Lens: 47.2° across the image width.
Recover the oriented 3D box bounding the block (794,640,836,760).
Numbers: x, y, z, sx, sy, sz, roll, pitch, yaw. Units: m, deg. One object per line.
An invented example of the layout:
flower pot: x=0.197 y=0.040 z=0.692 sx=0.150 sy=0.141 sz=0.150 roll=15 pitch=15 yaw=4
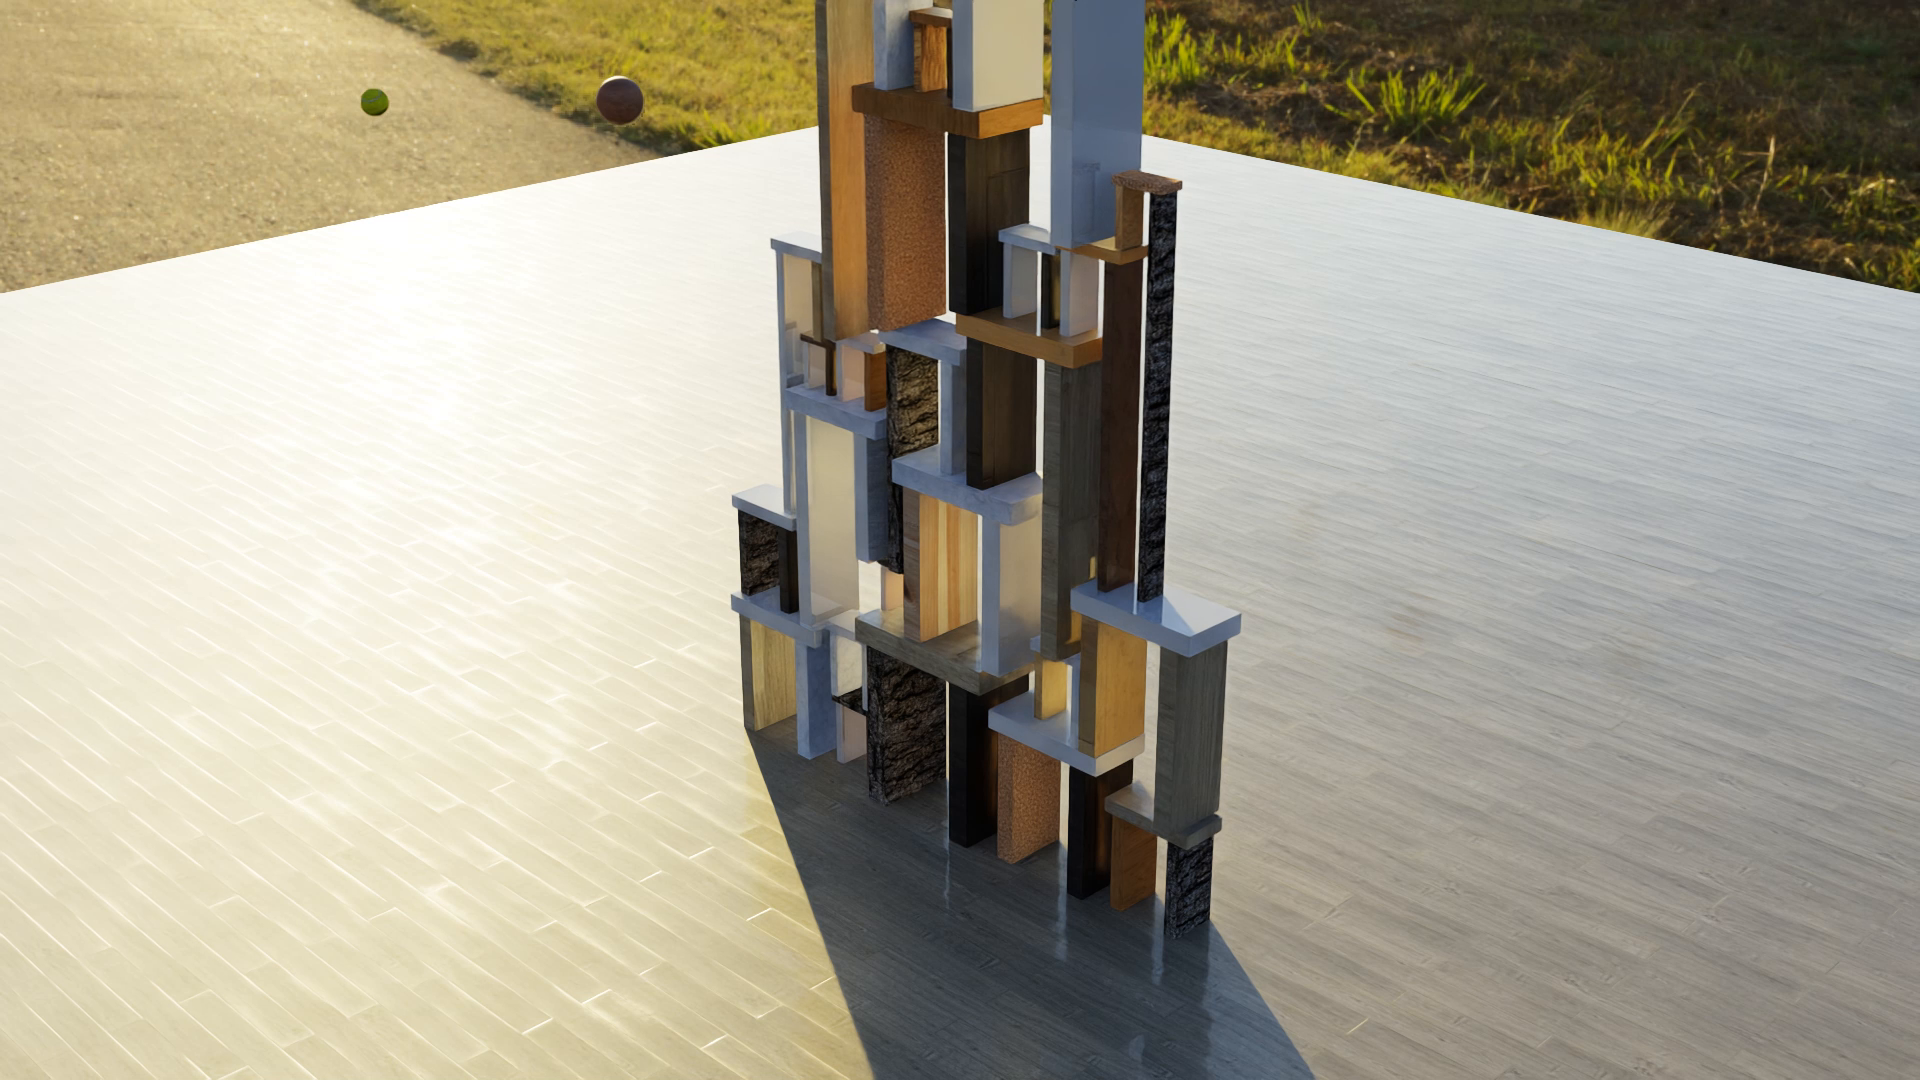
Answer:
block: x=-0.284 y=0.318 z=4.666 sx=0.135 sy=0.270 sz=0.038 roll=-21 pitch=31 yaw=-41

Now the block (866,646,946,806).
block: x=-0.107 y=0.352 z=4.485 sx=0.049 sy=0.348 sz=0.174 roll=21 pitch=31 yaw=41

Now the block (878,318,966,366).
block: x=-0.039 y=-0.375 z=4.104 sx=0.218 sy=0.031 sz=0.109 roll=21 pitch=31 yaw=41

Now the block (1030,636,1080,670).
block: x=0.205 y=0.204 z=4.092 sx=0.070 sy=0.020 sz=0.140 roll=-21 pitch=31 yaw=-40

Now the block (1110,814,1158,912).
block: x=0.327 y=0.588 z=4.122 sx=0.028 sy=0.198 sz=0.099 roll=21 pitch=31 yaw=41

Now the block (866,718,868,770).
block: x=-0.163 y=0.422 z=4.587 sx=0.020 sy=0.139 sz=0.070 roll=21 pitch=31 yaw=41

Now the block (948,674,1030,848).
block: x=0.057 y=0.416 z=4.334 sx=0.049 sy=0.348 sz=0.174 roll=21 pitch=31 yaw=41

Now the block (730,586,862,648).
block: x=-0.348 y=0.151 z=4.665 sx=0.270 sy=0.038 sz=0.135 roll=21 pitch=31 yaw=41

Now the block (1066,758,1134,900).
block: x=0.265 y=0.530 z=4.159 sx=0.039 sy=0.275 sz=0.138 roll=21 pitch=31 yaw=41

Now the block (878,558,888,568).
block: x=-0.113 y=0.046 z=4.364 sx=0.098 sy=0.014 sz=0.049 roll=21 pitch=31 yaw=40

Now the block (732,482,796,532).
block: x=-0.379 y=-0.070 z=4.605 sx=0.194 sy=0.027 sz=0.097 roll=21 pitch=31 yaw=40

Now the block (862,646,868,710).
block: x=-0.168 y=0.274 z=4.521 sx=0.021 sy=0.146 sz=0.073 roll=21 pitch=31 yaw=41

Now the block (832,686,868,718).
block: x=-0.196 y=0.336 z=4.586 sx=0.070 sy=0.020 sz=0.140 roll=-21 pitch=31 yaw=-41

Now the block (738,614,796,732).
block: x=-0.411 y=0.268 z=4.784 sx=0.038 sy=0.270 sz=0.135 roll=21 pitch=31 yaw=41

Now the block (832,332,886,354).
block: x=-0.187 y=-0.387 z=4.258 sx=0.120 sy=0.017 sz=0.060 roll=21 pitch=31 yaw=40

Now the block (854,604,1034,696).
block: x=-0.025 y=0.201 z=4.332 sx=0.348 sy=0.049 sz=0.174 roll=21 pitch=31 yaw=41

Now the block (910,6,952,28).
block: x=-0.025 y=-0.916 z=3.859 sx=0.122 sy=0.017 sz=0.061 roll=21 pitch=31 yaw=40

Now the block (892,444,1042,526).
block: x=0.038 y=-0.110 z=4.135 sx=0.316 sy=0.045 sz=0.158 roll=21 pitch=31 yaw=41

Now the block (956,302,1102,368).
block: x=0.144 y=-0.372 z=3.909 sx=0.144 sy=0.041 sz=0.287 roll=-22 pitch=31 yaw=-40

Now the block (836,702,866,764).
block: x=-0.228 y=0.397 z=4.648 sx=0.020 sy=0.140 sz=0.070 roll=21 pitch=31 yaw=41

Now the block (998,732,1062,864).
block: x=0.135 y=0.479 z=4.278 sx=0.039 sy=0.275 sz=0.138 roll=21 pitch=31 yaw=41

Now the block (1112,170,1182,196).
block: x=0.309 y=-0.591 z=3.635 sx=0.107 sy=0.015 sz=0.054 roll=21 pitch=31 yaw=40

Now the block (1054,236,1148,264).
block: x=0.242 y=-0.501 z=3.743 sx=0.076 sy=0.022 sz=0.152 roll=-21 pitch=31 yaw=-40

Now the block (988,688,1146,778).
block: x=0.200 y=0.360 z=4.157 sx=0.138 sy=0.039 sz=0.275 roll=-21 pitch=31 yaw=-41

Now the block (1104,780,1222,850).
block: x=0.372 y=0.502 z=4.034 sx=0.099 sy=0.028 sz=0.198 roll=-21 pitch=31 yaw=-40

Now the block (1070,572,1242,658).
block: x=0.345 y=0.126 z=3.897 sx=0.139 sy=0.039 sz=0.278 roll=-21 pitch=31 yaw=-40

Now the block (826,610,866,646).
block: x=-0.201 y=0.184 z=4.519 sx=0.073 sy=0.021 sz=0.146 roll=-21 pitch=31 yaw=-41

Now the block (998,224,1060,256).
block: x=0.140 y=-0.526 z=3.848 sx=0.068 sy=0.019 sz=0.136 roll=-21 pitch=31 yaw=-40

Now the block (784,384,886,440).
block: x=-0.208 y=-0.264 z=4.345 sx=0.134 sy=0.038 sz=0.267 roll=-21 pitch=31 yaw=-40

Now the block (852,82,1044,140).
block: x=-0.025 y=-0.777 z=3.926 sx=0.323 sy=0.046 sz=0.162 roll=21 pitch=31 yaw=41

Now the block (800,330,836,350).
block: x=-0.266 y=-0.396 z=4.341 sx=0.049 sy=0.014 sz=0.097 roll=-21 pitch=31 yaw=-41

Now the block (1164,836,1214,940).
block: x=0.420 y=0.624 z=4.036 sx=0.028 sy=0.198 sz=0.099 roll=21 pitch=31 yaw=41

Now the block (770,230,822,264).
block: x=-0.289 y=-0.573 z=4.301 sx=0.160 sy=0.023 sz=0.080 roll=21 pitch=31 yaw=40

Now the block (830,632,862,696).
block: x=-0.236 y=0.247 z=4.584 sx=0.073 sy=0.146 sz=0.021 roll=-21 pitch=31 yaw=-41
